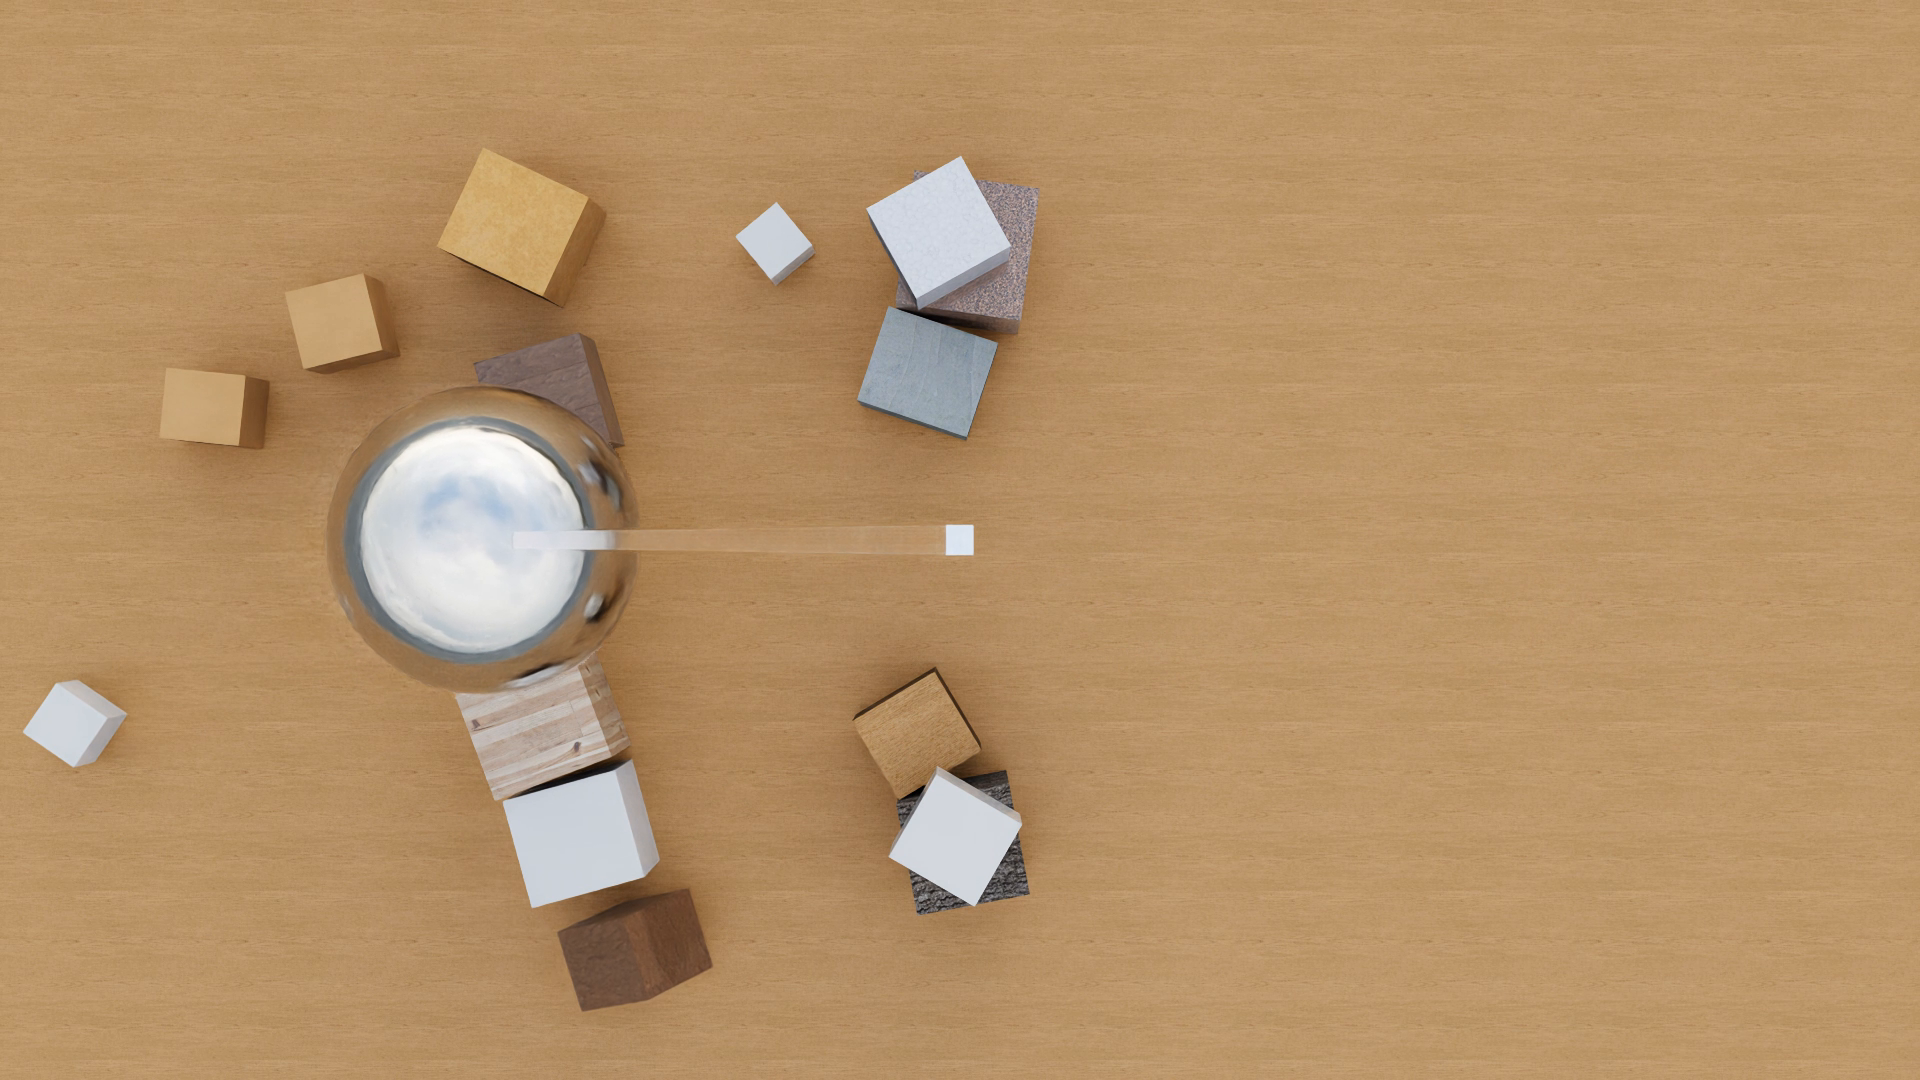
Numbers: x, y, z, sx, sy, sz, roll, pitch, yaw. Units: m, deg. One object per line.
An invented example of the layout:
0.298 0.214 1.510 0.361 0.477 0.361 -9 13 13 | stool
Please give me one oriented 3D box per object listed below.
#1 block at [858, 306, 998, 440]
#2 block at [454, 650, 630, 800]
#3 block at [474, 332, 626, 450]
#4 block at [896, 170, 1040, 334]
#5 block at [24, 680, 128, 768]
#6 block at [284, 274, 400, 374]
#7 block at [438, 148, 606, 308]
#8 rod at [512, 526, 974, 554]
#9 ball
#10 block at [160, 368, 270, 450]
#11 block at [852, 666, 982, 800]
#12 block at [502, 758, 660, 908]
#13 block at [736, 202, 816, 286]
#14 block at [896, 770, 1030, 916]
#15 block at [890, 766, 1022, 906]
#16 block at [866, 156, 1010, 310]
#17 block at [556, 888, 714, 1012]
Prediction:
-0.184 -0.956 12.734 0.656 0.532 0.561 19 90 0 | block
-2.392 1.005 12.634 0.697 0.733 0.701 -21 90 0 | block
-2.368 -0.780 12.732 0.624 0.537 0.645 -16 90 0 | block
0.042 -1.630 12.583 0.702 0.834 0.739 8 90 0 | block
-5.165 1.069 12.846 0.359 0.309 0.345 34 90 0 | block
-3.584 -1.252 12.789 0.463 0.421 0.452 -14 90 0 | block
-2.513 -1.788 12.678 0.657 0.644 0.615 25 90 0 | block
-1.063 0.000 8.273 0.080 5.200 0.080 0 90 -24 | rod
-2.453 0.000 11.376 1.600 1.600 1.600 0 90 0 | ball
-4.325 -0.760 12.777 0.456 0.445 0.404 6 90 0 | block
-0.245 1.112 12.744 0.547 0.512 0.522 -31 90 0 | block
-2.171 1.680 12.675 0.655 0.650 0.623 -15 90 0 | block
-1.073 -1.723 12.831 0.309 0.338 0.320 -40 90 0 | block
0.018 1.730 12.645 0.641 0.709 0.633 -11 90 0 | block
-0.024 1.616 12.057 0.533 0.468 0.510 30 90 0 | block
-0.113 -1.647 11.872 0.570 0.588 0.541 -29 90 0 | block
-1.861 2.349 12.613 0.552 0.556 0.477 -17 90 36 | block
